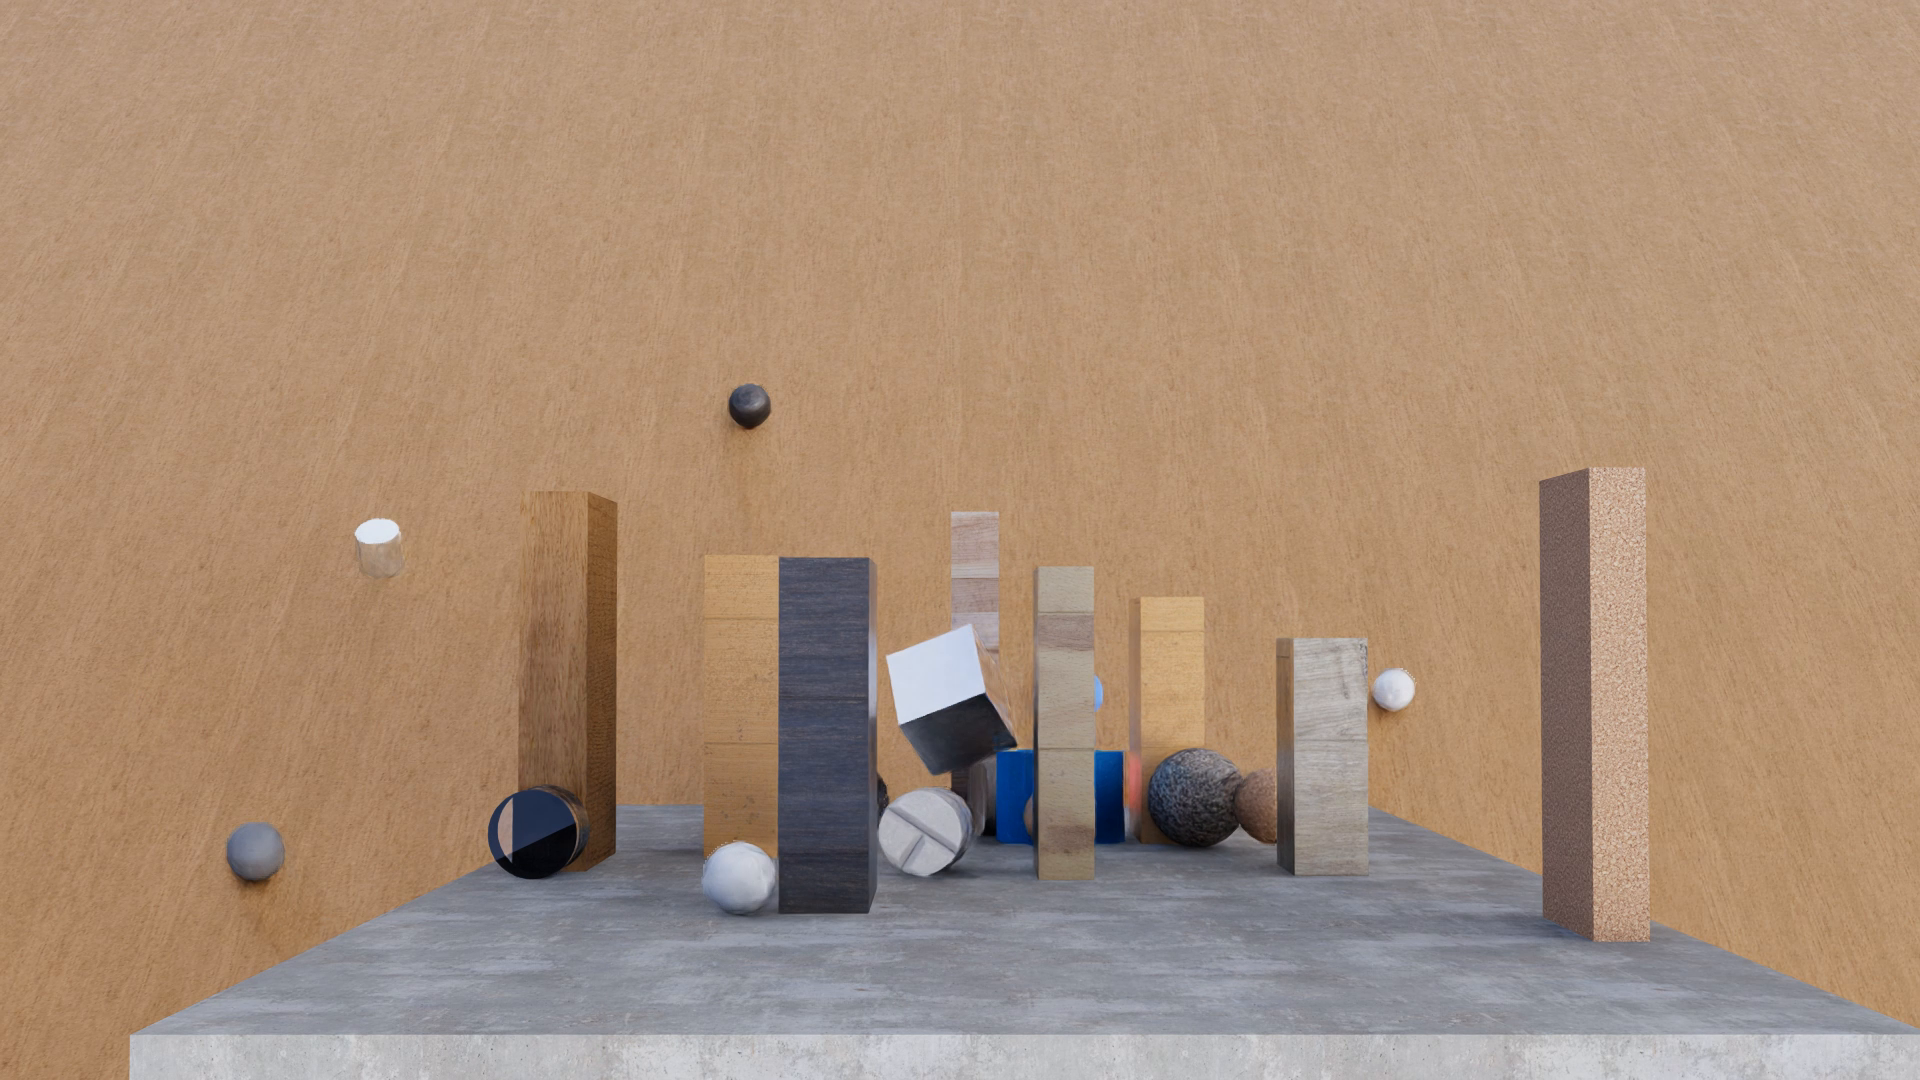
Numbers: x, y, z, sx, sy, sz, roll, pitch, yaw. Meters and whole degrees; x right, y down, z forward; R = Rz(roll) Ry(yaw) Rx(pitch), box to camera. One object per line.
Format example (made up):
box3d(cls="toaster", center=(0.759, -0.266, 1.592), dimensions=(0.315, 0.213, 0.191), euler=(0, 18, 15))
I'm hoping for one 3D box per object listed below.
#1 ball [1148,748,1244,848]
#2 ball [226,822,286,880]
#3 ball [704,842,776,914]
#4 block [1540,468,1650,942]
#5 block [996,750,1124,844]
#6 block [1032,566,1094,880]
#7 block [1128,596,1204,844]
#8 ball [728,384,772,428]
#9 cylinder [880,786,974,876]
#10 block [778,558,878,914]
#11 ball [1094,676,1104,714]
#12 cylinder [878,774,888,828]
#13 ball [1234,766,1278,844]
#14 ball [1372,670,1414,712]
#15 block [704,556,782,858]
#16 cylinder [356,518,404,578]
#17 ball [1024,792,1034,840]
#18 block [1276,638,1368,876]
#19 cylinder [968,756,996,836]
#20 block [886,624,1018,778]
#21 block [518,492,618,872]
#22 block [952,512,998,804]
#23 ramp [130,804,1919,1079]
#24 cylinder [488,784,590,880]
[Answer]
box3d(cls="ball", center=(0.500, 0.543, 5.473), dimensions=(0.209, 0.209, 0.209), euler=(0, 36, 0))
box3d(cls="ball", center=(-1.825, 0.808, 6.739), dimensions=(0.149, 0.149, 0.149), euler=(0, 36, 0))
box3d(cls="ball", center=(-0.351, 0.539, 4.144), dimensions=(0.115, 0.115, 0.115), euler=(0, 36, 0))
box3d(cls="block", center=(0.960, 0.244, 3.949), dimensions=(0.082, 0.689, 0.330), euler=(0, -2, 0))
box3d(cls="block", center=(0.216, 0.555, 5.622), dimensions=(0.195, 0.195, 0.195), euler=(2, -3, -45))
box3d(cls="block", center=(0.193, 0.340, 4.901), dimensions=(0.102, 0.571, 0.319), euler=(0, -2, 0))
box3d(cls="block", center=(0.457, 0.394, 5.782), dimensions=(0.136, 0.529, 0.398), euler=(0, -2, 0))
box3d(cls="ball", center=(-0.684, -0.438, 8.461), dimensions=(0.142, 0.142, 0.142), euler=(0, 36, 0))
box3d(cls="cylinder", center=(-0.062, 0.548, 4.908), dimensions=(0.156, 0.156, 0.156), euler=(7, -1, 9))
box3d(cls="block", center=(-0.218, 0.321, 4.376), dimensions=(0.145, 0.570, 0.425), euler=(0, -2, 0))
box3d(cls="ball", center=(0.331, 0.431, 7.265), dimensions=(0.141, 0.141, 0.141), euler=(0, 36, 0))
box3d(cls="cylinder", center=(-0.256, 0.546, 5.384), dimensions=(0.196, 0.196, 0.196), euler=(3, -2, 5))
box3d(cls="ball", center=(0.646, 0.546, 5.358), dimensions=(0.159, 0.159, 0.159), euler=(0, 36, 0))
box3d(cls="ball", center=(1.218, 0.422, 7.299), dimensions=(0.117, 0.117, 0.117), euler=(0, 36, 0))
box3d(cls="block", center=(-0.440, 0.341, 5.408), dimensions=(0.149, 0.608, 0.368), euler=(0, -2, 0))
box3d(cls="cylinder", center=(-1.746, 0.026, 7.832), dimensions=(0.129, 0.129, 0.129), euler=(0, 36, 0))
box3d(cls="ball", center=(0.203, 0.573, 5.390), dimensions=(0.142, 0.142, 0.142), euler=(0, 36, 0))
box3d(cls="block", center=(0.688, 0.407, 4.951), dimensions=(0.137, 0.440, 0.267), euler=(0, -2, 0))
box3d(cls="cylinder", center=(0.124, 0.572, 5.826), dimensions=(0.177, 0.177, 0.177), euler=(1, 35, -15))
box3d(cls="block", center=(-0.017, 0.357, 5.769), dimensions=(0.205, 0.205, 0.205), euler=(-21, 45, 9))
box3d(cls="block", center=(-0.771, 0.275, 5.137), dimensions=(0.129, 0.719, 0.428), euler=(0, -2, 0))
box3d(cls="block", center=(0.034, 0.306, 6.080), dimensions=(0.109, 0.729, 0.323), euler=(0, -2, 0))
box3d(cls="ramp", center=(0.079, 0.675, 4.880), dimensions=(2.000, 0.100, 4.000), euler=(0, -2, 0))
box3d(cls="cylinder", center=(-0.781, 0.541, 4.831), dimensions=(0.164, 0.164, 0.164), euler=(0, -2, 0))
